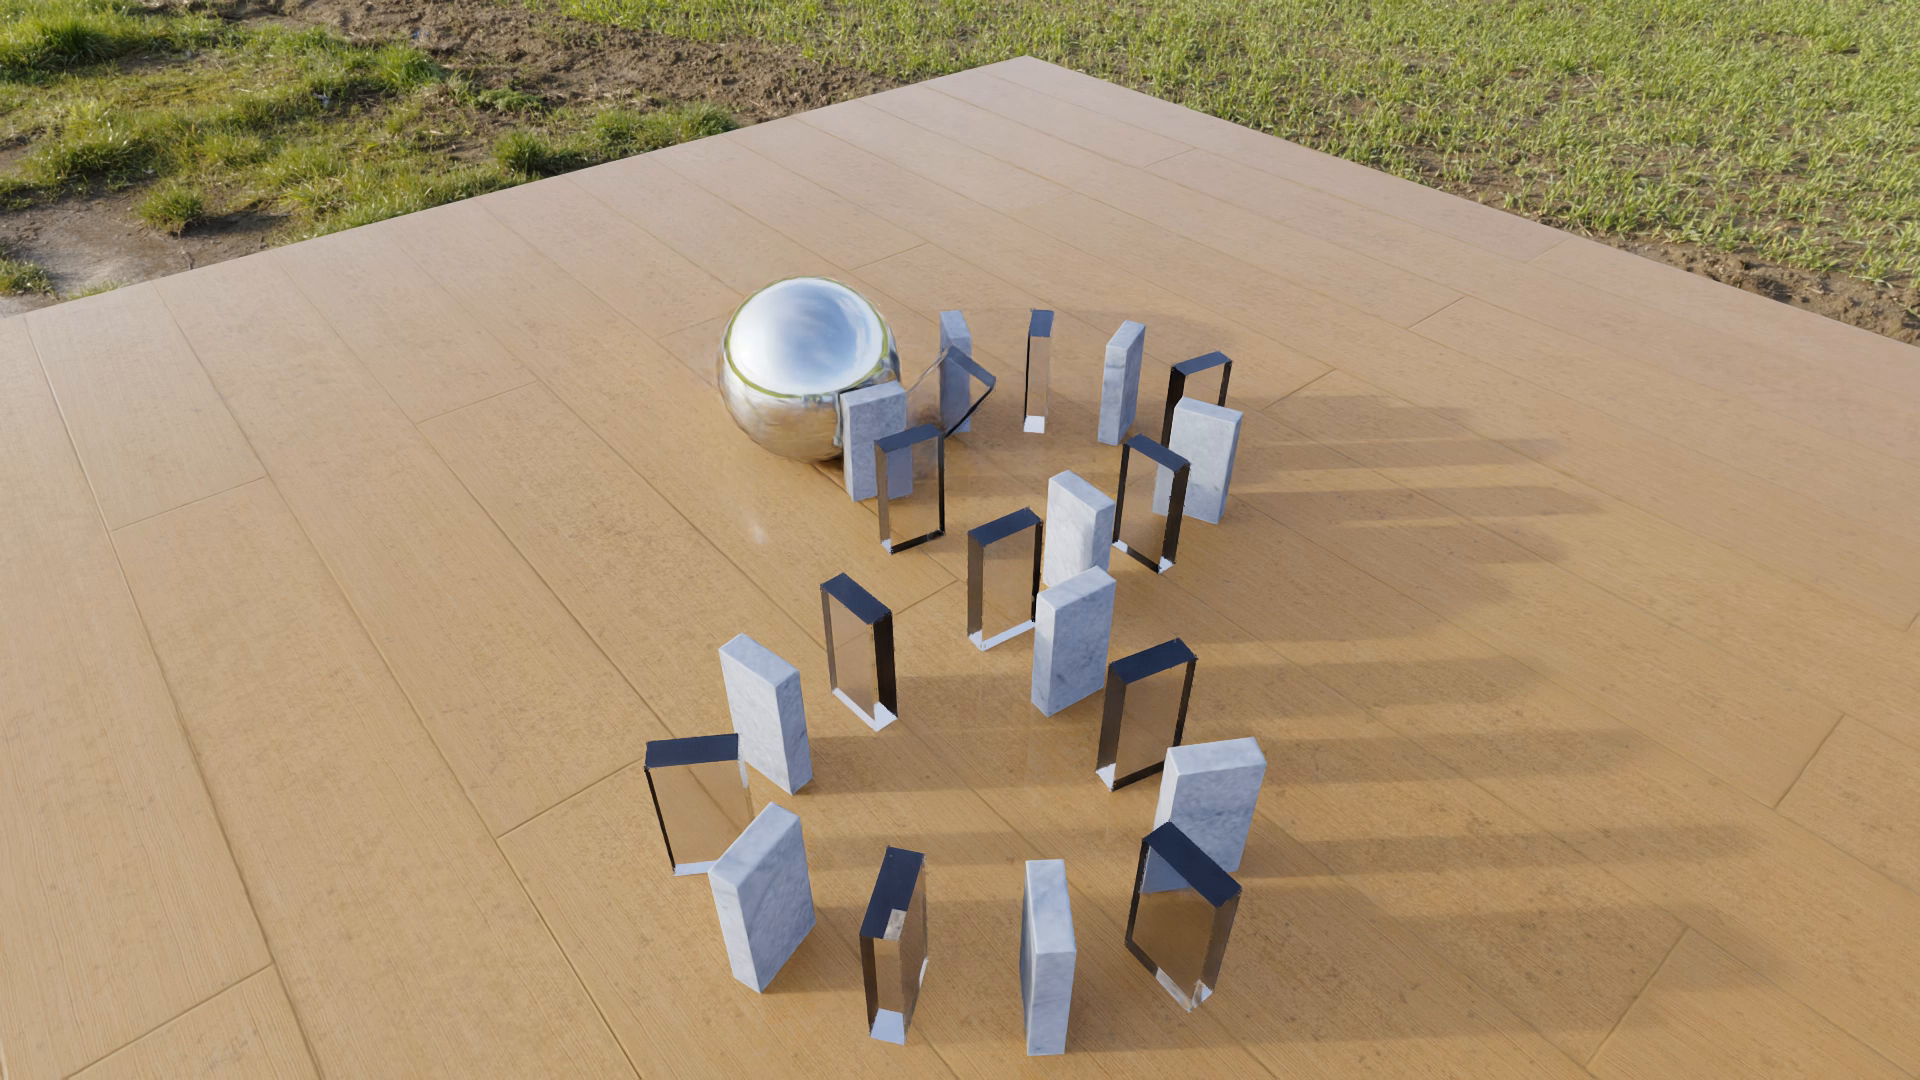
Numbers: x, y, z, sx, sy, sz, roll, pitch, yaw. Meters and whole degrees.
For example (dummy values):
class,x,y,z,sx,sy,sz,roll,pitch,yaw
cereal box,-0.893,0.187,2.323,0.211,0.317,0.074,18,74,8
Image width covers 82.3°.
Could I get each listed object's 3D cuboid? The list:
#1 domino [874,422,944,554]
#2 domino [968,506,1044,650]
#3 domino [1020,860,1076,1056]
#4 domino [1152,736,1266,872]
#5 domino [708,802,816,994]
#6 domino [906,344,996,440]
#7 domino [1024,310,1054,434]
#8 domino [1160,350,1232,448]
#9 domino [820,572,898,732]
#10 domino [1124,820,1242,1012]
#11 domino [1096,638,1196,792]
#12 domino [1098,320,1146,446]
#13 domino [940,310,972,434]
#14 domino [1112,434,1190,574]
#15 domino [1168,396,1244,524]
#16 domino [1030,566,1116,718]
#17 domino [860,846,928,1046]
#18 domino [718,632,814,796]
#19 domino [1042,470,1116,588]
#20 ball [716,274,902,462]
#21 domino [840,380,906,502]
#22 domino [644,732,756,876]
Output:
class,x,y,z,sx,sy,sz,roll,pitch,yaw
domino,-0.019,-0.020,0.436,0.025,0.050,0.009,-20,43,-23
domino,0.016,0.015,0.394,0.025,0.050,0.009,-23,44,-25
domino,0.022,0.107,0.281,0.009,0.050,0.025,-2,39,-2
domino,0.070,0.078,0.316,0.025,0.050,0.009,-6,40,-7
domino,-0.052,0.096,0.294,0.009,0.050,0.025,21,44,24
domino,-0.010,-0.060,0.480,0.025,0.050,0.009,35,39,-16
domino,0.036,-0.077,0.506,0.010,0.050,0.025,5,40,6
domino,0.102,-0.055,0.479,0.025,0.050,0.009,-20,43,-22
domino,-0.033,0.038,0.365,0.010,0.050,0.025,-30,48,-31
domino,0.058,0.100,0.290,0.009,0.050,0.025,-26,46,-28
domino,0.058,0.055,0.344,0.025,0.050,0.010,-17,42,-20
domino,0.073,-0.071,0.498,0.010,0.050,0.025,17,42,20
domino,-0.002,-0.077,0.505,0.009,0.050,0.025,-7,40,-8
domino,0.074,-0.014,0.428,0.009,0.050,0.025,-29,47,-31
domino,0.098,-0.032,0.451,0.025,0.050,0.010,19,43,22
domino,0.038,0.035,0.369,0.025,0.050,0.009,-23,45,-26
domino,-0.016,0.105,0.283,0.010,0.050,0.025,8,40,10
domino,-0.060,0.055,0.344,0.025,0.050,0.009,28,47,29
domino,0.044,0.001,0.410,0.009,0.050,0.025,-26,46,-28
ball,-0.065,-0.074,0.478,0.080,0.080,0.080,0,39,0
domino,-0.036,-0.041,0.461,0.025,0.050,0.010,-17,46,-20
domino,-0.073,0.077,0.317,0.025,0.050,0.009,-5,40,-6
